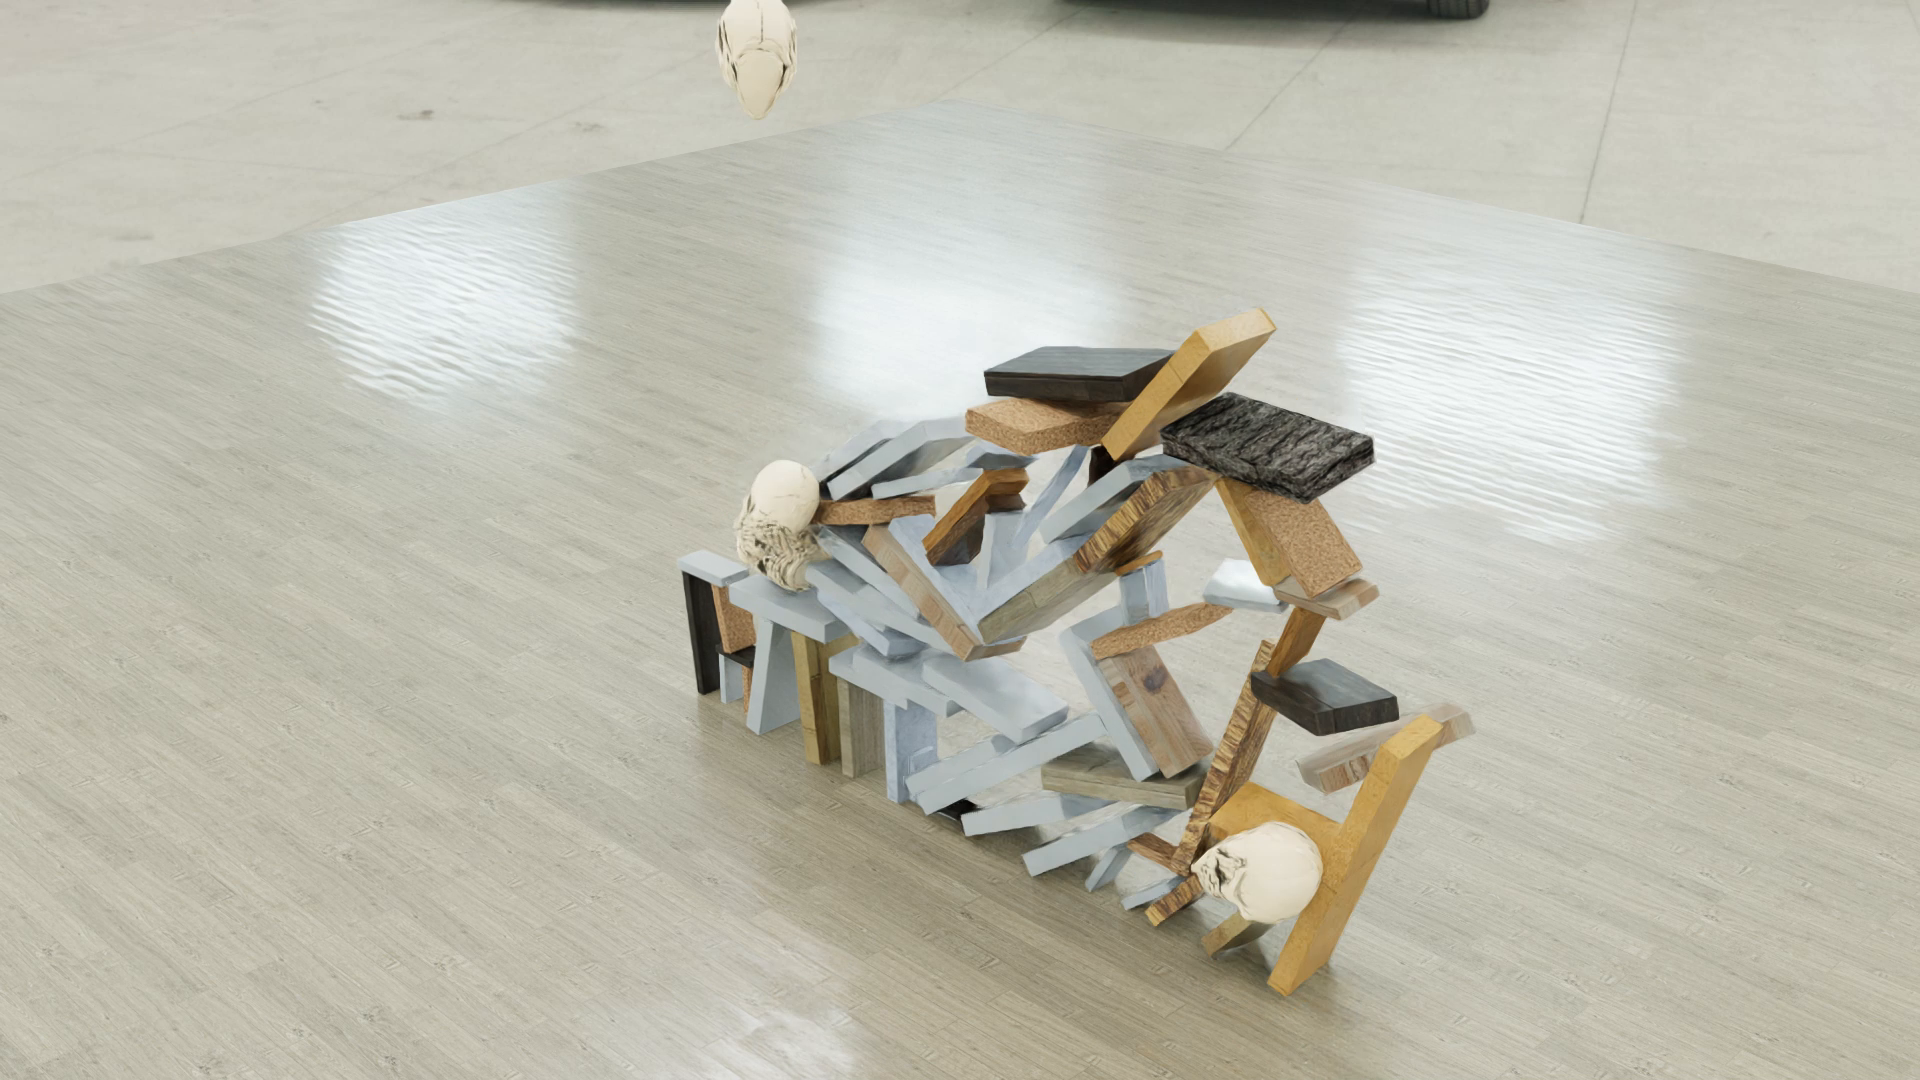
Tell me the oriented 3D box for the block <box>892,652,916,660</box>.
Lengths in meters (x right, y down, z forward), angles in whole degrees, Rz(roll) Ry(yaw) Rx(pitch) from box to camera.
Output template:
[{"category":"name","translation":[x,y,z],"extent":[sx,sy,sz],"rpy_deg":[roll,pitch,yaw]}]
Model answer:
[{"category":"block","translation":[-0.135,0.211,4.457],"extent":[0.048,0.014,0.095],"rpy_deg":[-15,31,-30]}]

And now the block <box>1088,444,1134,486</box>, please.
[{"category":"block","translation":[0.271,-0.124,3.950],"extent":[0.078,0.157,0.022],"rpy_deg":[-22,59,-14]}]

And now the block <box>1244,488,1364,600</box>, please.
[{"category":"block","translation":[0.564,-0.012,3.615],"extent":[0.099,0.199,0.028],"rpy_deg":[-30,-11,-14]}]

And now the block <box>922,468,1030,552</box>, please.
[{"category":"block","translation":[0.030,-0.056,4.232],"extent":[0.104,0.234,0.030],"rpy_deg":[-7,60,-42]}]

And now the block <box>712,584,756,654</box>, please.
[{"category":"block","translation":[-0.495,0.163,4.831],"extent":[0.077,0.155,0.022],"rpy_deg":[-21,18,-41]}]

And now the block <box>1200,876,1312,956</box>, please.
[{"category":"block","translation":[0.543,0.663,3.918],"extent":[0.119,0.239,0.034],"rpy_deg":[-9,63,-37]}]

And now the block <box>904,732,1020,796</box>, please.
[{"category":"block","translation":[0.023,0.432,4.386],"extent":[0.268,0.038,0.134],"rpy_deg":[-30,-4,43]}]

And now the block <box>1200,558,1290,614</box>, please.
[{"category":"block","translation":[0.510,0.080,3.814],"extent":[0.172,0.024,0.086],"rpy_deg":[8,51,47]}]

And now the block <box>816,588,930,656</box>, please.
[{"category":"block","translation":[-0.174,0.157,4.460],"extent":[0.117,0.033,0.233],"rpy_deg":[-6,33,-43]}]

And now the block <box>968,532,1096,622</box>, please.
[{"category":"block","translation":[0.152,0.067,4.083],"extent":[0.140,0.040,0.280],"rpy_deg":[-12,-17,-42]}]

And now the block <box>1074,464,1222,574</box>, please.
[{"category":"block","translation":[0.328,-0.039,3.868],"extent":[0.140,0.280,0.040],"rpy_deg":[-14,67,-37]}]

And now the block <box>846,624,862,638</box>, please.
[{"category":"block","translation":[-0.214,0.162,4.509],"extent":[0.048,0.014,0.095],"rpy_deg":[-15,47,-37]}]

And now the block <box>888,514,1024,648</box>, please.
[{"category":"block","translation":[-0.007,0.076,4.295],"extent":[0.099,0.028,0.341],"rpy_deg":[-8,47,-44]}]

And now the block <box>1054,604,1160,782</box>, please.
[{"category":"block","translation":[0.310,0.280,4.043],"extent":[0.153,0.306,0.043],"rpy_deg":[-21,-12,-45]}]

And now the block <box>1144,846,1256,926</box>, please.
[{"category":"block","translation":[0.453,0.620,4.025],"extent":[0.119,0.239,0.034],"rpy_deg":[-17,69,-48]}]

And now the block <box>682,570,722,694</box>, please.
[{"category":"block","translation":[-0.568,0.197,4.925],"extent":[0.077,0.290,0.022],"rpy_deg":[-21,24,-41]}]

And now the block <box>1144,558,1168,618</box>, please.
[{"category":"block","translation":[0.355,0.086,3.962],"extent":[0.014,0.097,0.049],"rpy_deg":[2,16,32]}]

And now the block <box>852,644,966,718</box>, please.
[{"category":"block","translation":[-0.075,0.267,4.407],"extent":[0.268,0.038,0.134],"rpy_deg":[25,35,38]}]

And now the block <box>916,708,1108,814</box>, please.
[{"category":"block","translation":[0.140,0.410,4.246],"extent":[0.153,0.043,0.544],"rpy_deg":[-24,-5,-46]}]

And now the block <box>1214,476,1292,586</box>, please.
[{"category":"block","translation":[0.511,-0.033,3.692],"extent":[0.099,0.199,0.028],"rpy_deg":[-31,11,-26]}]

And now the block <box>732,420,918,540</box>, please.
[{"category":"block","translation":[-0.268,-0.122,4.627],"extent":[0.148,0.042,0.510],"rpy_deg":[1,-24,-44]}]

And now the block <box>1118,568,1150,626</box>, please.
[{"category":"block","translation":[0.316,0.104,3.988],"extent":[0.049,0.097,0.014],"rpy_deg":[-22,23,-31]}]

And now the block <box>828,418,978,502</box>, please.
[{"category":"block","translation":[-0.115,-0.161,4.403],"extent":[0.148,0.042,0.297],"rpy_deg":[-8,-18,-48]}]

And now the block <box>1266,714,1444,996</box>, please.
[{"category":"block","translation":[0.673,0.547,3.770],"extent":[0.041,0.565,0.146],"rpy_deg":[36,38,25]}]

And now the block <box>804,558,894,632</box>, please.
[{"category":"block","translation":[-0.194,0.109,4.469],"extent":[0.233,0.033,0.117],"rpy_deg":[33,28,32]}]

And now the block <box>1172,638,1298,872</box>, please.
[{"category":"block","translation":[0.505,0.386,3.984],"extent":[0.034,0.448,0.121],"rpy_deg":[27,14,28]}]

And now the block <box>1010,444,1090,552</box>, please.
[{"category":"block","translation":[0.163,-0.079,4.021],"extent":[0.022,0.249,0.078],"rpy_deg":[31,46,-3]}]

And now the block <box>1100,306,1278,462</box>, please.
[{"category":"block","translation":[0.379,-0.258,3.673],"extent":[0.162,0.324,0.046],"rpy_deg":[-21,71,-38]}]

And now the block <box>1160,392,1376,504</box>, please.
[{"category":"block","translation":[0.499,-0.154,3.594],"extent":[0.162,0.046,0.324],"rpy_deg":[-29,33,-29]}]

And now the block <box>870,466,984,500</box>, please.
[{"category":"block","translation":[-0.063,-0.115,4.372],"extent":[0.209,0.030,0.104],"rpy_deg":[-11,-1,37]}]

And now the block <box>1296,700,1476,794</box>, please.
[{"category":"block","translation":[0.765,0.373,3.968],"extent":[0.293,0.041,0.146],"rpy_deg":[-22,6,-5]}]

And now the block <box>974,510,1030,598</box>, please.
[{"category":"block","translation":[0.082,0.046,4.199],"extent":[0.099,0.199,0.028],"rpy_deg":[-6,20,-43]}]

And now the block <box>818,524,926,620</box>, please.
[{"category":"block","translation":[-0.128,0.055,4.452],"extent":[0.157,0.044,0.314],"rpy_deg":[-8,34,-45]}]

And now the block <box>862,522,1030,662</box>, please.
[{"category":"block","translation":[-0.031,0.094,4.322],"extent":[0.157,0.044,0.350],"rpy_deg":[-8,47,-45]}]

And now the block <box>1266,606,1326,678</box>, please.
[{"category":"block","translation":[0.583,0.155,3.754],"extent":[0.086,0.202,0.024],"rpy_deg":[-33,67,-26]}]

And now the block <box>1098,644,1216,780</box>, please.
[{"category":"block","translation":[0.360,0.305,4.010],"extent":[0.121,0.241,0.034],"rpy_deg":[-23,-11,-46]}]
